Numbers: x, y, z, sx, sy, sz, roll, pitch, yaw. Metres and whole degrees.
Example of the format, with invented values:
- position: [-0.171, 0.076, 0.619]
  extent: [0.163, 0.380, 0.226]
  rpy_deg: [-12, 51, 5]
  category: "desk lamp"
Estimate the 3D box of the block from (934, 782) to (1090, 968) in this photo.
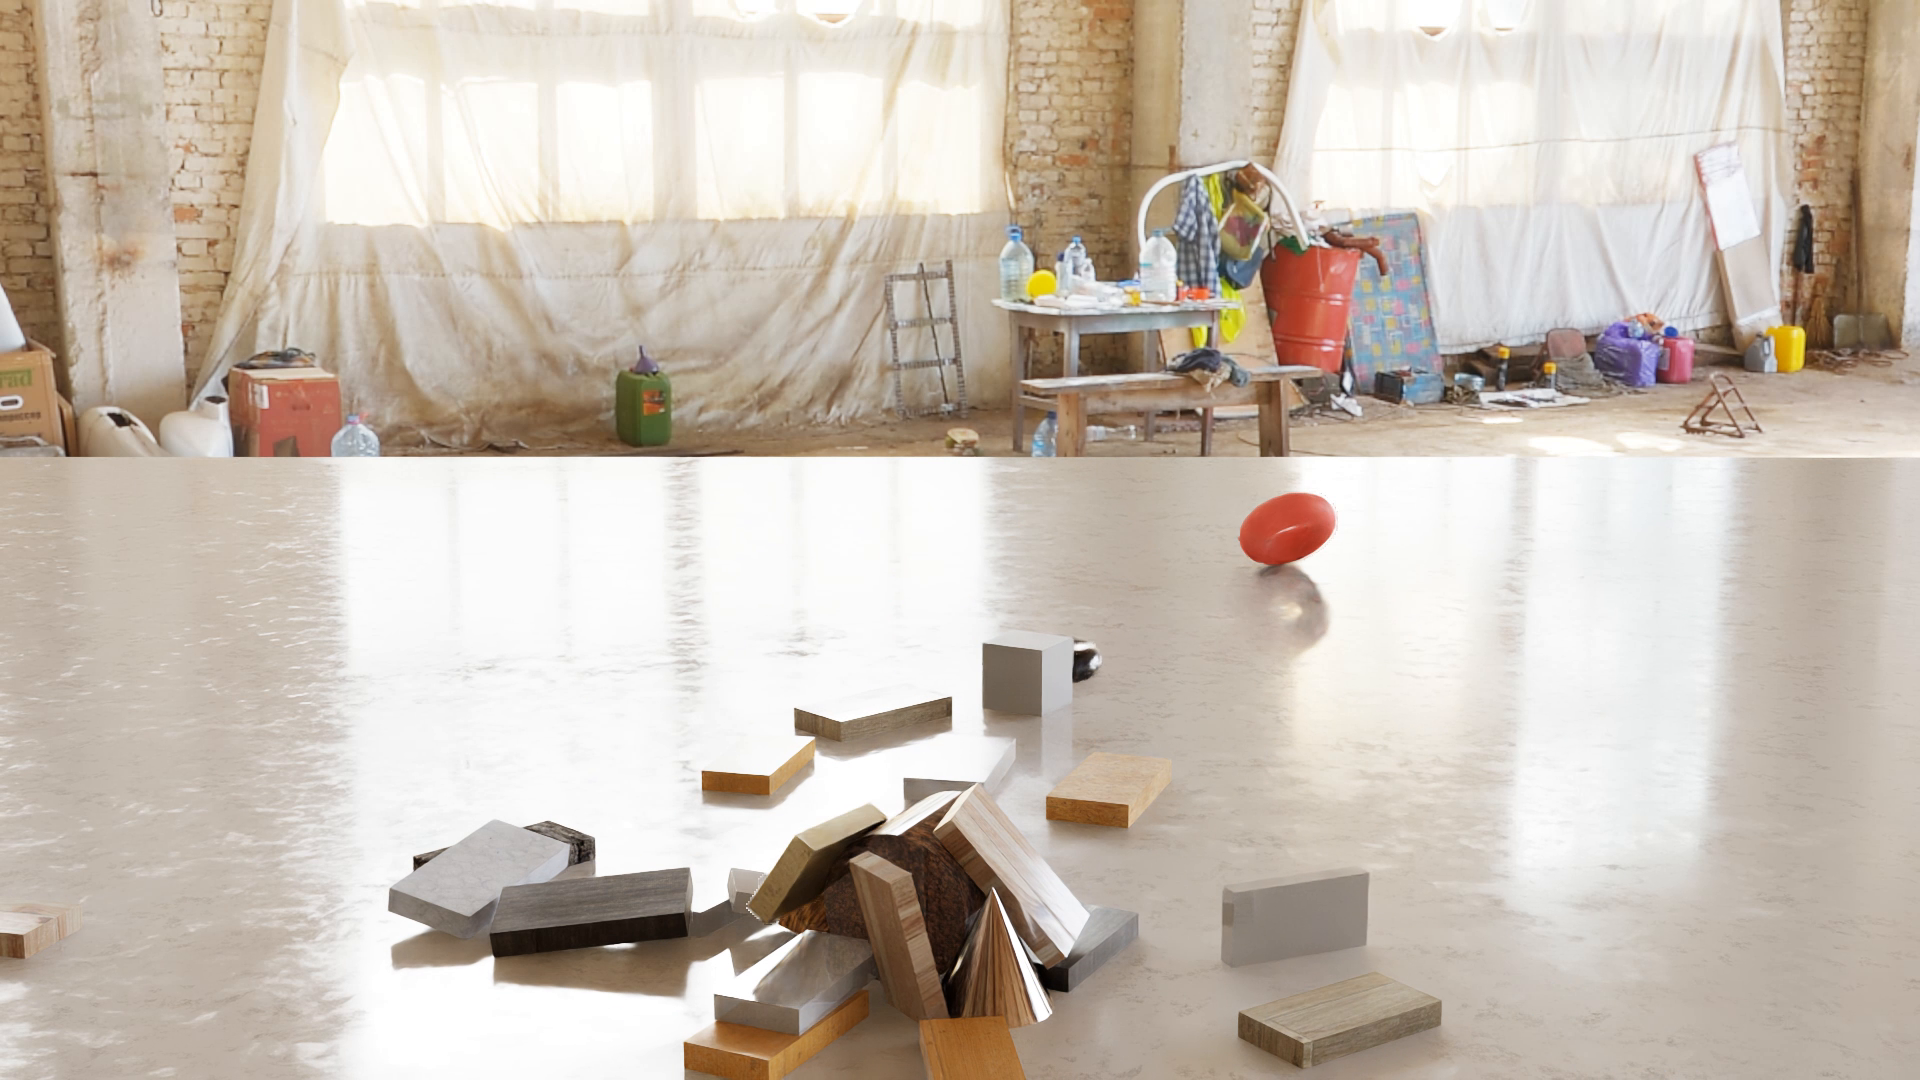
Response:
- position: [0.079, 0.500, 3.286]
  extent: [0.038, 0.266, 0.133]
  rpy_deg: [-38, 3, 26]
  category: "block"

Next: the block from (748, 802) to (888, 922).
- position: [-0.209, 0.481, 3.301]
  extent: [0.038, 0.135, 0.271]
  rpy_deg: [37, 16, 15]
  category: "block"

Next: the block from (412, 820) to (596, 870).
- position: [-0.783, 0.547, 3.791]
  extent: [0.139, 0.039, 0.278]
  rpy_deg: [10, 15, 43]
  category: "block"

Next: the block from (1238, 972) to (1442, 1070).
- position: [0.537, 0.676, 3.105]
  extent: [0.265, 0.038, 0.133]
  rpy_deg: [-7, 13, -34]
  category: "block"

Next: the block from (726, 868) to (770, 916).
- position: [-0.250, 0.575, 3.521]
  extent: [0.236, 0.033, 0.118]
  rpy_deg: [10, 8, -12]
  category: "block"

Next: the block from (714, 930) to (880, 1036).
- position: [-0.224, 0.629, 3.142]
  extent: [0.135, 0.038, 0.271]
  rpy_deg: [5, 12, 24]
  category: "block"

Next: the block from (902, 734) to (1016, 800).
- position: [0.002, 0.447, 4.316]
  extent: [0.157, 0.045, 0.315]
  rpy_deg: [2, 11, 12]
  category: "block"

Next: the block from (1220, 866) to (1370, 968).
- position: [0.518, 0.580, 3.393]
  extent: [0.240, 0.120, 0.034]
  rpy_deg: [-4, 12, -22]
  category: "block"

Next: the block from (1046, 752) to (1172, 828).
- position: [0.286, 0.472, 4.181]
  extent: [0.158, 0.045, 0.315]
  rpy_deg: [4, 11, 19]
  category: "block"

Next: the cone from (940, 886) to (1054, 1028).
- position: [0.047, 0.588, 3.185]
  extent: [0.182, 0.182, 0.182]
  rpy_deg: [0, 11, 0]
  category: "cone"

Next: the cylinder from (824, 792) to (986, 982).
- position: [-0.048, 0.529, 3.358]
  extent: [0.235, 0.235, 0.235]
  rpy_deg: [5, 12, 25]
  category: "cylinder"

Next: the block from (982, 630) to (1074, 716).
- position: [0.150, 0.293, 4.862]
  extent: [0.148, 0.148, 0.148]
  rpy_deg: [6, 12, 29]
  category: "block"

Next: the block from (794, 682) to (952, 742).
- position: [-0.185, 0.369, 4.735]
  extent: [0.315, 0.045, 0.158]
  rpy_deg: [-10, 14, -42]
  category: "block"

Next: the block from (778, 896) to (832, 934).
- position: [-0.183, 0.548, 3.481]
  extent: [0.118, 0.033, 0.236]
  rpy_deg: [23, 36, 9]
  category: "block"

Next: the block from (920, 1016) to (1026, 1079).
- position: [0.016, 0.705, 2.955]
  extent: [0.119, 0.034, 0.238]
  rpy_deg: [-1, 11, -7]
  category: "block"

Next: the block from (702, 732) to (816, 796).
- position: [-0.397, 0.442, 4.359]
  extent: [0.139, 0.039, 0.278]
  rpy_deg: [3, 11, 14]
  category: "block"

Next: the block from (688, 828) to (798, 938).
- position: [-0.368, 0.568, 3.671]
  extent: [0.150, 0.042, 0.408]
  rpy_deg: [6, 12, 30]
  category: "block"

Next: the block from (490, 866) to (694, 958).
- position: [-0.575, 0.583, 3.450]
  extent: [0.300, 0.042, 0.150]
  rpy_deg: [-6, 19, -1]
  category: "block"

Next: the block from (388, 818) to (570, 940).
- position: [-0.785, 0.552, 3.606]
  extent: [0.150, 0.042, 0.300]
  rpy_deg: [16, 20, 18]
  category: "block"

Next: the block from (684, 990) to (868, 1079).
- position: [-0.253, 0.682, 3.070]
  extent: [0.135, 0.038, 0.271]
  rpy_deg: [5, 12, 27]
  category: "block"

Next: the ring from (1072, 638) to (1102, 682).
- position: [0.221, 0.278, 5.146]
  extent: [0.219, 0.073, 0.219]
  rpy_deg: [2, 14, 0]
  category: "ring"

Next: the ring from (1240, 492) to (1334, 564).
- position: [0.949, -0.033, 6.372]
  extent: [0.289, 0.289, 0.096]
  rpy_deg: [-4, 55, -18]
  category: "ring"

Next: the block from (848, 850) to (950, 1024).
- position: [-0.086, 0.569, 3.127]
  extent: [0.034, 0.238, 0.119]
  rpy_deg: [-24, 21, -27]
  category: "block"

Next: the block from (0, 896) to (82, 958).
- position: [-1.553, 0.606, 3.477]
  extent: [0.278, 0.039, 0.139]
  rpy_deg: [3, 11, 15]
  category: "block"

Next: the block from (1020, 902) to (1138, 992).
- position: [0.162, 0.623, 3.388]
  extent: [0.133, 0.038, 0.266]
  rpy_deg: [5, 12, 27]
  category: "block"
